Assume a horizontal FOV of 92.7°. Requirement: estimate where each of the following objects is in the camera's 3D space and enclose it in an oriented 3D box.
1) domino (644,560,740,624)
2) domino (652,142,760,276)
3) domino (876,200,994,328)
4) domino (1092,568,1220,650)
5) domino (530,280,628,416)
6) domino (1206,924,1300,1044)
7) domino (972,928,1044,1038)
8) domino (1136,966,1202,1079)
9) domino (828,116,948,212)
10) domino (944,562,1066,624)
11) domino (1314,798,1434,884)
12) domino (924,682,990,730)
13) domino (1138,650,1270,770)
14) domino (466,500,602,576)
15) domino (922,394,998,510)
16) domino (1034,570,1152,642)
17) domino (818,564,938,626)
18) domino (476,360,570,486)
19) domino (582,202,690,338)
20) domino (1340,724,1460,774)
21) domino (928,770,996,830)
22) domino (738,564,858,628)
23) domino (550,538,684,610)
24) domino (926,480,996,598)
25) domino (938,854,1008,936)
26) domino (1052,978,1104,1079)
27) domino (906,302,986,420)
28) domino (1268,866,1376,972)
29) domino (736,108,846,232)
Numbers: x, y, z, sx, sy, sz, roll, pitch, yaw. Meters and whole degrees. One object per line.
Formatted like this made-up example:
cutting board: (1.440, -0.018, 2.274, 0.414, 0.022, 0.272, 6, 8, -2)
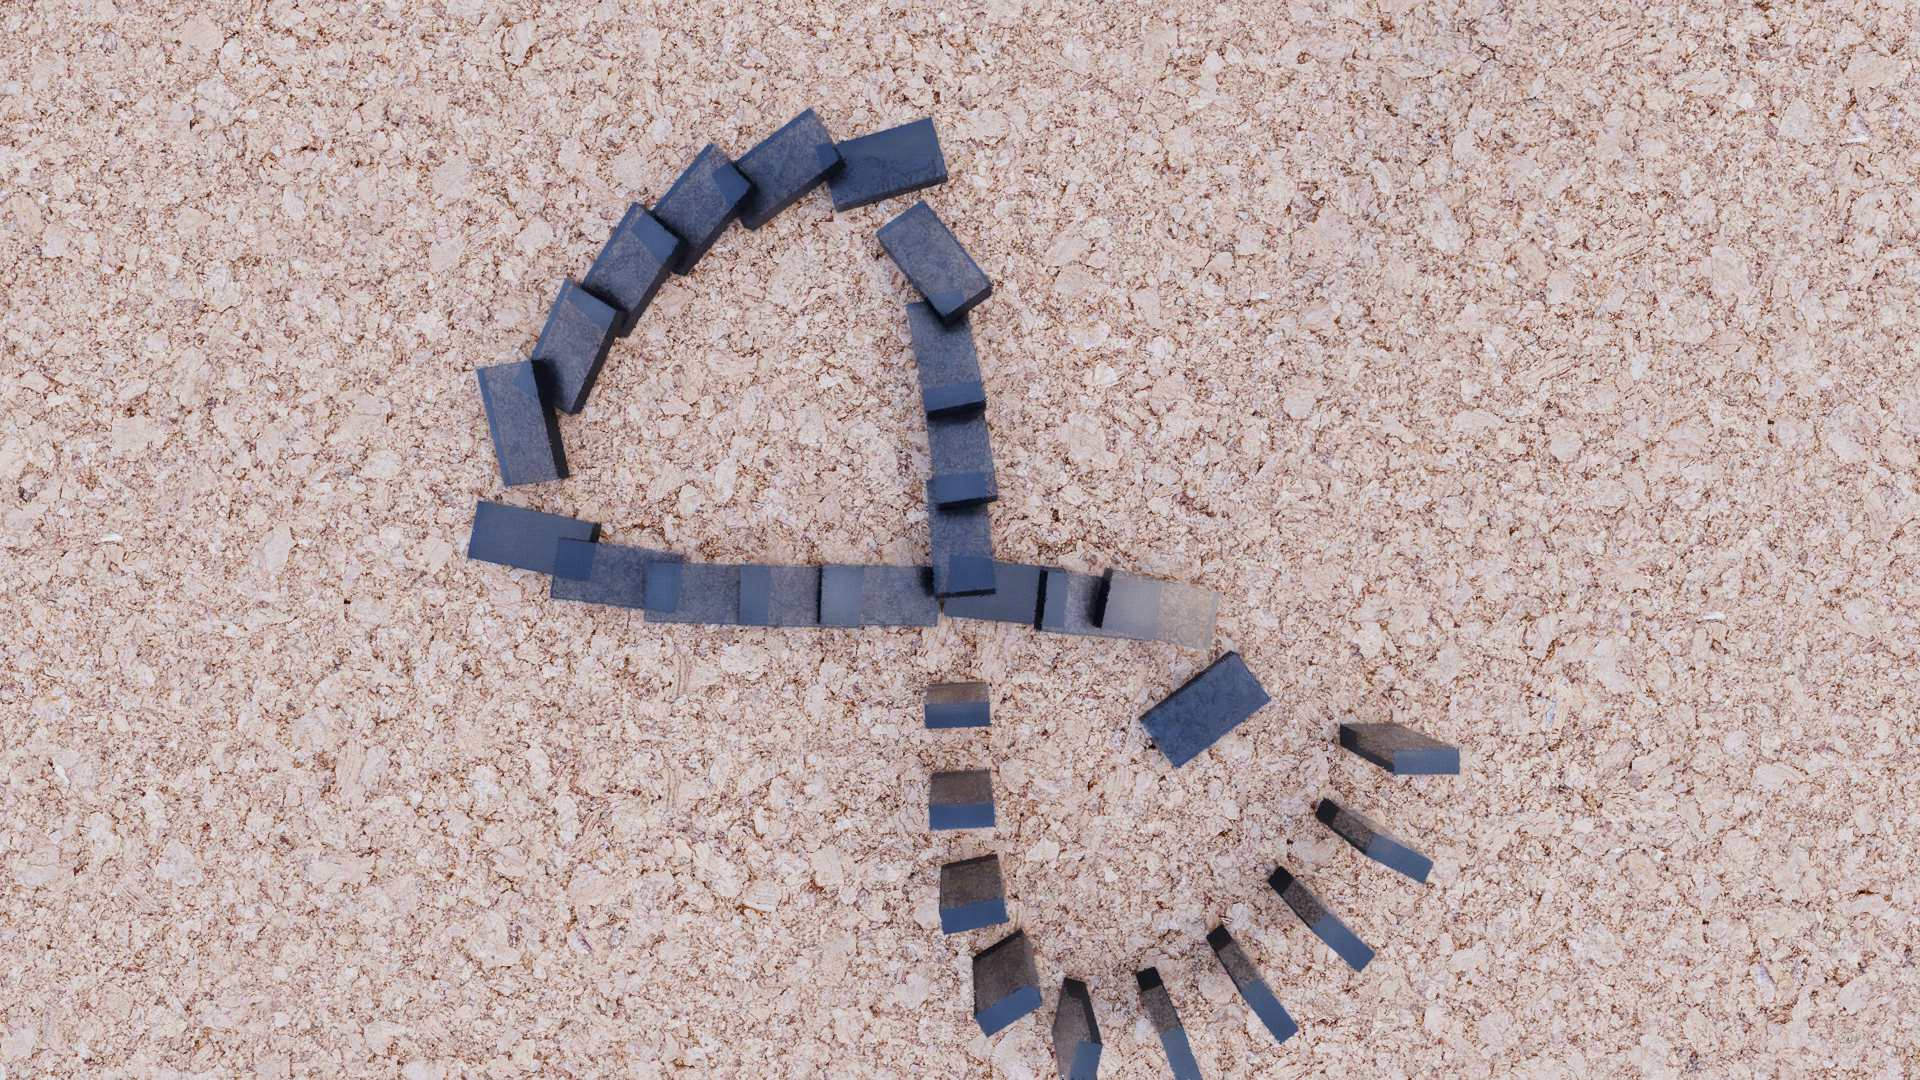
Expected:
domino: (-0.107, 0.023, 0.389, 0.050, 0.010, 0.025, 3, 90, -15)
domino: (-0.112, -0.140, 0.389, 0.050, 0.010, 0.025, -42, 90, 15)
domino: (-0.011, -0.118, 0.389, 0.025, 0.010, 0.050, -36, 77, -3)
domino: (0.083, 0.029, 0.386, 0.050, 0.009, 0.025, 13, 88, -14)
domino: (-0.164, -0.081, 0.389, 0.025, 0.009, 0.050, 31, 104, 0)
domino: (0.118, 0.180, 0.375, 0.010, 0.050, 0.025, -38, 90, 0)
domino: (0.019, 0.180, 0.375, 0.025, 0.050, 0.010, -31, 90, 0)
domino: (0.085, 0.199, 0.375, 0.009, 0.050, 0.025, -21, 90, 0)
domino: (-0.033, -0.161, 0.395, 0.050, 0.009, 0.025, -16, 90, 0)
domino: (0.019, 0.022, 0.395, 0.050, 0.009, 0.025, 6, 90, 0)
domino: (0.168, 0.122, 0.375, 0.025, 0.050, 0.010, 26, 90, 0)
domino: (-0.001, 0.067, 0.375, 0.025, 0.050, 0.010, -2, 90, 0)
domino: (0.105, 0.073, 0.395, 0.050, 0.009, 0.025, -36, 90, 0)
domino: (-0.183, 0.000, 0.395, 0.050, 0.010, 0.025, 11, 90, 0)
domino: (0.000, -0.039, 0.389, 0.025, 0.009, 0.050, -9, 75, 0)
domino: (0.058, 0.028, 0.389, 0.050, 0.010, 0.025, 7, 90, -15)
domino: (-0.034, 0.023, 0.388, 0.050, 0.009, 0.025, 2, 90, -17)
domino: (-0.185, -0.049, 0.389, 0.025, 0.009, 0.050, -7, 101, 9)
domino: (-0.140, -0.114, 0.389, 0.025, 0.009, 0.050, 40, 105, 0)
domino: (0.178, 0.085, 0.375, 0.025, 0.050, 0.009, 0, 90, 0)
domino: (0.001, 0.106, 0.375, 0.025, 0.050, 0.010, -3, 90, 0)
domino: (-0.068, 0.024, 0.389, 0.050, 0.010, 0.025, 3, 90, -14)
domino: (-0.145, 0.015, 0.389, 0.050, 0.010, 0.025, 9, 90, -14)
domino: (0.000, -0.001, 0.388, 0.025, 0.010, 0.050, -5, 73, 0)
domino: (0.005, 0.144, 0.375, 0.025, 0.050, 0.009, -12, 90, 0)
domino: (0.047, 0.204, 0.375, 0.010, 0.050, 0.025, 13, 90, 0)
domino: (-0.006, -0.078, 0.389, 0.025, 0.010, 0.050, -11, 76, 0)
domino: (0.146, 0.154, 0.375, 0.025, 0.050, 0.009, 41, 90, 0)
domino: (-0.076, -0.157, 0.389, 0.050, 0.009, 0.025, -29, 90, 14)
